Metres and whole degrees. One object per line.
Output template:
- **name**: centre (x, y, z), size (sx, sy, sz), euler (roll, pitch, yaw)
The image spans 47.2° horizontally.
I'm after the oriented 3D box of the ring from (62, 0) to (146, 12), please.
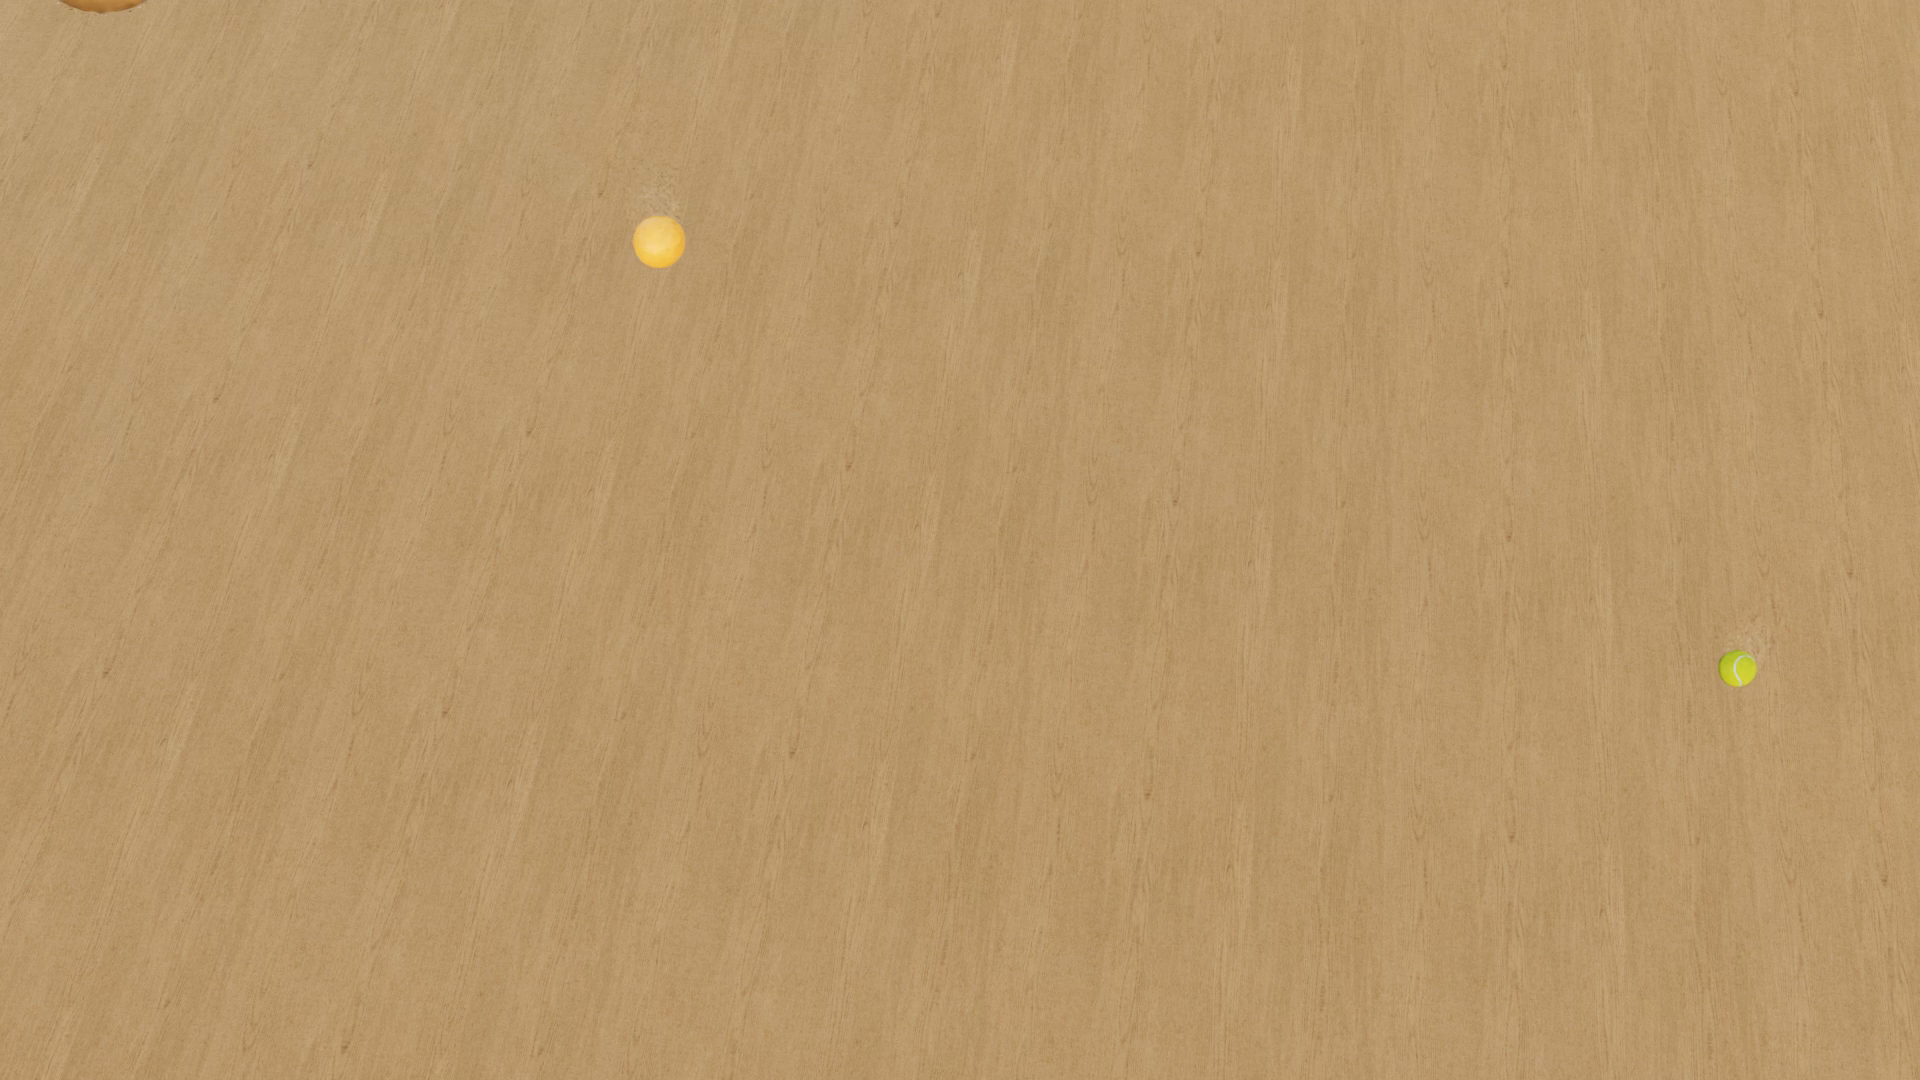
- **ring**: centre (-1.675, -1.151, 4.282), size (0.264, 0.320, 0.115), euler (-39, 72, 6)
